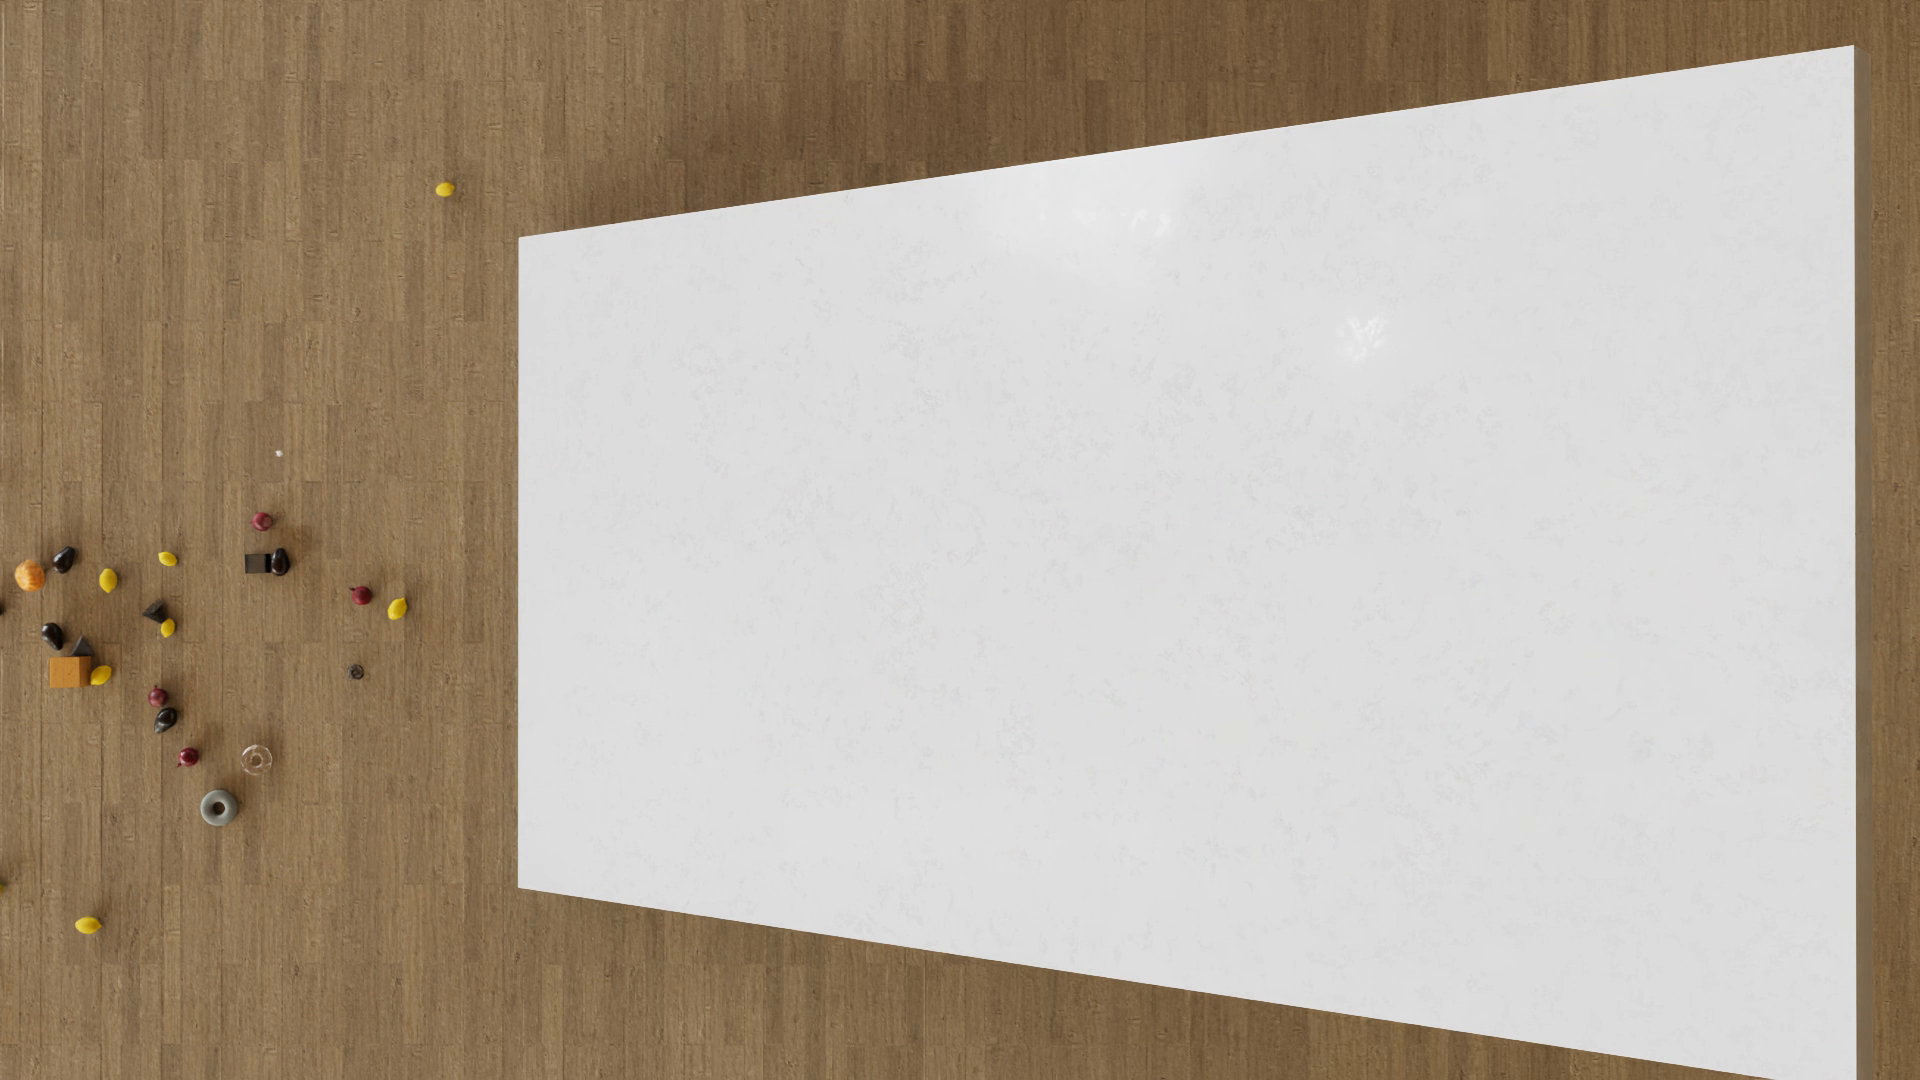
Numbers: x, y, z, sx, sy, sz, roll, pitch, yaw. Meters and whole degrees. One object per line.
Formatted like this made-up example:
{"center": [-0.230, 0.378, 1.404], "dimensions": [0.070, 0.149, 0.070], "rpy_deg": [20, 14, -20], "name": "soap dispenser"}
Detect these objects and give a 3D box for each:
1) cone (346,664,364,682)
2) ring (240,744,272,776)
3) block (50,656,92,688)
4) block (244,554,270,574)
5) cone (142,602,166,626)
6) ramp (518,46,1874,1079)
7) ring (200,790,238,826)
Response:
{"center": [-1.882, 0.413, 6.815], "dimensions": [0.053, 0.053, 0.053], "rpy_deg": [0, 90, 0], "name": "cone"}
{"center": [-2.184, 0.684, 6.825], "dimensions": [0.097, 0.032, 0.097], "rpy_deg": [0, 91, 1], "name": "ring"}
{"center": [-2.749, 0.407, 6.796], "dimensions": [0.092, 0.092, 0.092], "rpy_deg": [-1, 90, 0], "name": "block"}
{"center": [-2.176, 0.073, 6.814], "dimensions": [0.060, 0.060, 0.060], "rpy_deg": [-2, 90, 0], "name": "block"}
{"center": [-2.486, 0.240, 6.827], "dimensions": [0.071, 0.071, 0.071], "rpy_deg": [-29, 116, 0], "name": "cone"}
{"center": [0.208, 0.061, 5.523], "dimensions": [4.000, 0.100, 2.000], "rpy_deg": [0, 90, 40], "name": "ramp"}
{"center": [-2.298, 0.831, 6.821], "dimensions": [0.114, 0.038, 0.114], "rpy_deg": [0, 91, 0], "name": "ring"}
